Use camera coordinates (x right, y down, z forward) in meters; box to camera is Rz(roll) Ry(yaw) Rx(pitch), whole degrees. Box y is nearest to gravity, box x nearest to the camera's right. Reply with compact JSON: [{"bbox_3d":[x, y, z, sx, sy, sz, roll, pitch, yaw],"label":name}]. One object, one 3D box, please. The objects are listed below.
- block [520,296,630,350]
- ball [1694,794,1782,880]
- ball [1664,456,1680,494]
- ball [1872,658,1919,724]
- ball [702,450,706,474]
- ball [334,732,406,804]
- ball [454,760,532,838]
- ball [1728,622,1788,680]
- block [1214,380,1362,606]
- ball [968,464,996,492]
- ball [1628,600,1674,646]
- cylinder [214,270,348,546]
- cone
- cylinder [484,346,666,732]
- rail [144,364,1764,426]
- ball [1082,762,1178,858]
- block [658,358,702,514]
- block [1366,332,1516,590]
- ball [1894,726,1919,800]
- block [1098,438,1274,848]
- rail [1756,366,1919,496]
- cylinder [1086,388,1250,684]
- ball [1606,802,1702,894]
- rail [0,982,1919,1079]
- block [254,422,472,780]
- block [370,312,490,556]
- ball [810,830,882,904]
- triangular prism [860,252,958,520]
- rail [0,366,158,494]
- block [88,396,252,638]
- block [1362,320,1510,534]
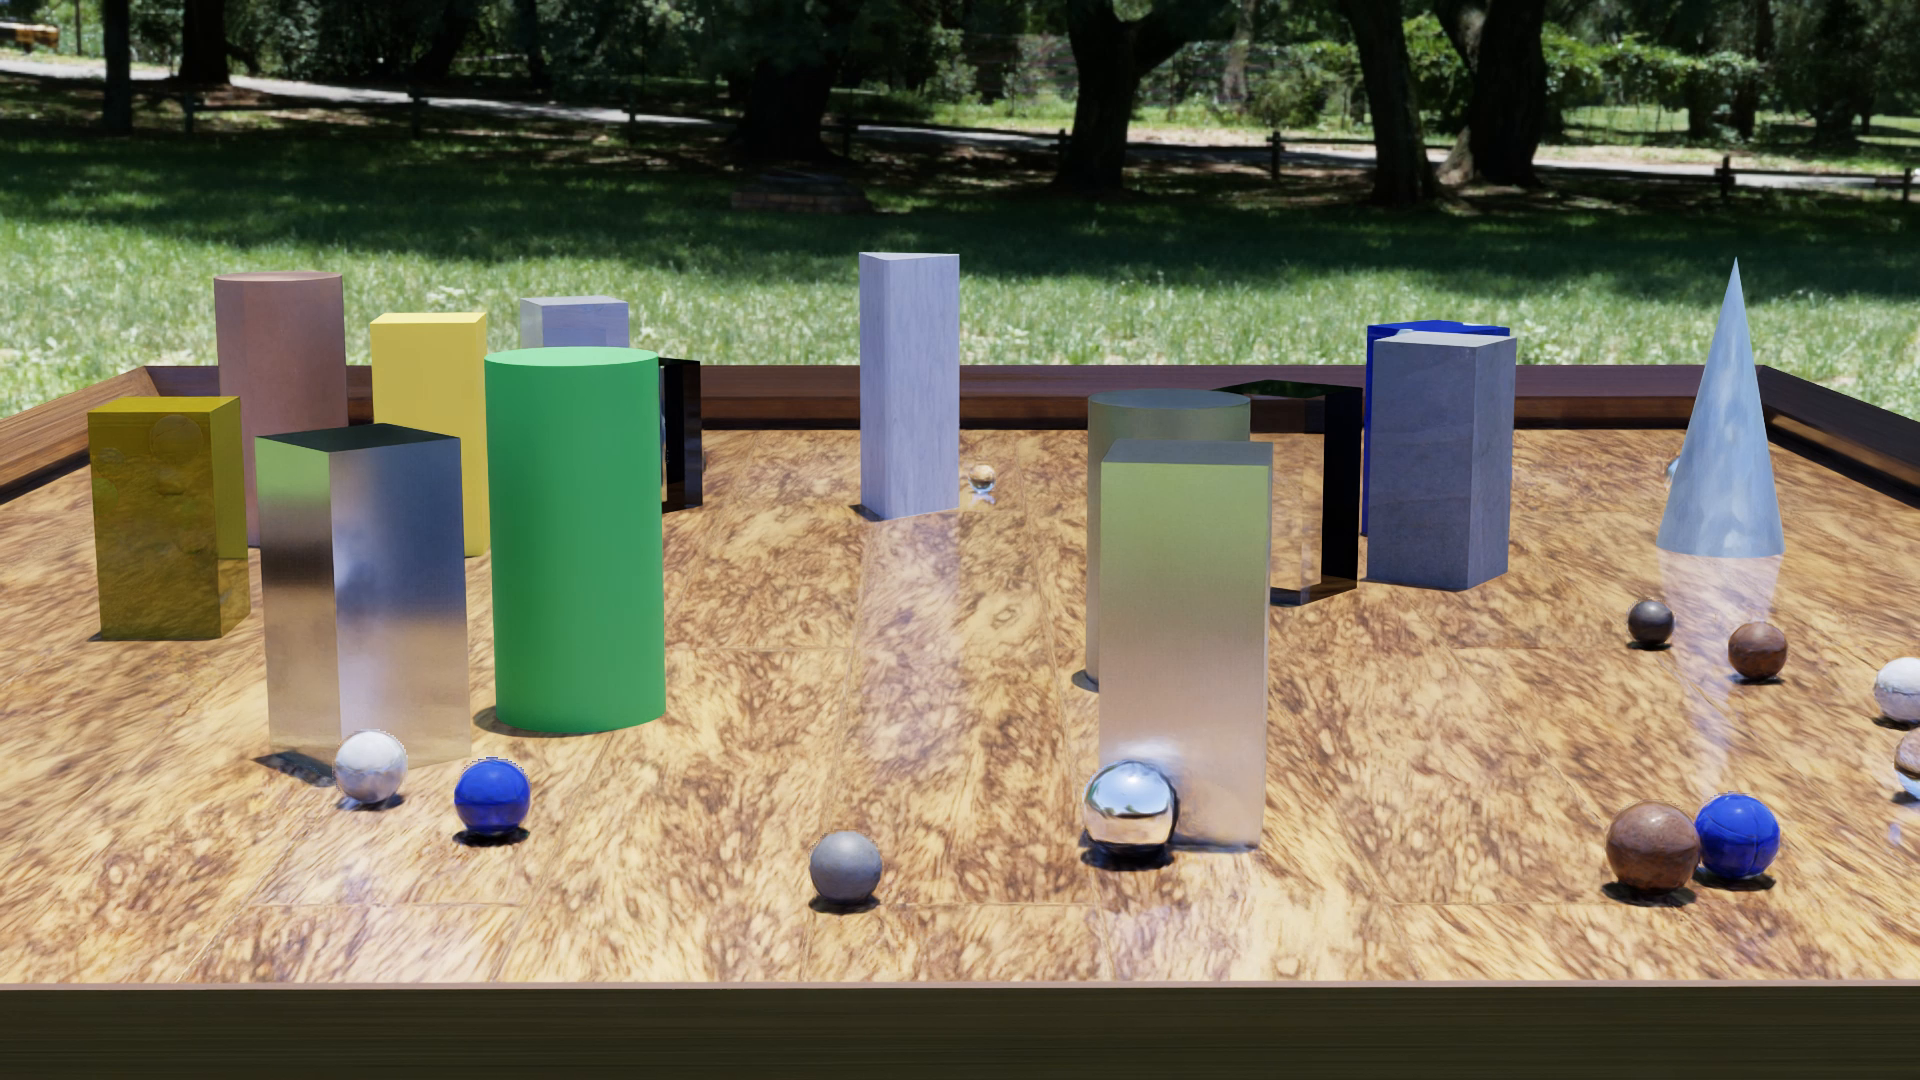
[{"bbox_3d":[-0.676,-0.264,4.520,0.153,0.317,0.153,-5,11,-23],"label":"block"},{"bbox_3d":[0.701,0.268,2.316,0.077,0.077,0.077,0,11,0],"label":"ball"},{"bbox_3d":[1.220,-0.103,4.295,0.081,0.081,0.081,0,11,0],"label":"ball"},{"bbox_3d":[1.058,0.168,2.862,0.074,0.074,0.074,0,11,0],"label":"ball"},{"bbox_3d":[-0.482,-0.135,4.474,0.080,0.080,0.080,0,11,0],"label":"ball"},{"bbox_3d":[-0.587,0.226,2.556,0.071,0.071,0.071,0,11,0],"label":"ball"},{"bbox_3d":[-0.445,0.246,2.443,0.073,0.073,0.073,0,11,0],"label":"ball"},{"bbox_3d":[0.953,0.132,3.065,0.070,0.070,0.070,0,11,0],"label":"ball"},{"bbox_3d":[0.450,-0.069,3.564,0.153,0.283,0.153,8,13,38],"label":"block"},{"bbox_3d":[0.039,-0.106,4.401,0.048,0.048,0.048,0,11,0],"label":"ball"},{"bbox_3d":[0.873,0.105,3.243,0.058,0.058,0.058,0,11,0],"label":"ball"},{"bbox_3d":[-1.046,-0.207,3.974,0.191,0.404,0.191,0,11,0],"label":"cylinder"},{"bbox_3d":[1.160,-0.208,3.875,0.191,0.442,0.191,0,11,0],"label":"cone"},{"bbox_3d":[-0.431,-0.005,2.882,0.191,0.406,0.191,0,11,0],"label":"cylinder"},{"bbox_3d":[-0.010,-0.287,5.164,3.270,0.124,0.045,0,11,0],"label":"rail"},{"bbox_3d":[0.158,0.250,2.376,0.089,0.089,0.089,0,11,0],"label":"ball"},{"bbox_3d":[-0.535,-0.173,4.234,0.153,0.242,0.153,8,13,35],"label":"block"},{"bbox_3d":[0.688,-0.117,3.663,0.153,0.341,0.153,7,13,32],"label":"block"},{"bbox_3d":[0.972,0.222,2.557,0.078,0.078,0.078,0,11,0],"label":"ball"},{"bbox_3d":[0.217,0.095,2.462,0.153,0.363,0.153,2,11,8],"label":"block"},{"bbox_3d":[1.611,0.030,3.458,0.045,0.124,3.536,0,11,0],"label":"rail"},{"bbox_3d":[0.247,-0.002,3.056,0.191,0.336,0.191,0,11,0],"label":"cylinder"},{"bbox_3d":[0.614,0.273,2.274,0.083,0.083,0.083,0,11,0],"label":"ball"},{"bbox_3d":[0.010,0.351,1.734,3.270,0.124,0.045,0,11,0],"label":"rail"},{"bbox_3d":[-0.627,0.061,2.702,0.153,0.342,0.153,-10,14,-42],"label":"block"},{"bbox_3d":[-0.795,-0.161,3.876,0.153,0.350,0.153,-1,11,-4],"label":"block"},{"bbox_3d":[-0.100,0.287,2.248,0.064,0.064,0.064,0,11,0],"label":"ball"},{"bbox_3d":[-0.111,-0.258,4.210,0.144,0.418,0.166,10,14,43],"label":"triangular prism"},{"bbox_3d":[-1.611,0.034,3.440,0.045,0.124,3.536,0,11,0],"label":"rail"},{"bbox_3d":[-1.025,-0.031,3.336,0.153,0.292,0.153,0,11,-1],"label":"block"},{"bbox_3d":[0.738,-0.169,3.988,0.153,0.325,0.153,-8,13,-35],"label":"block"}]
